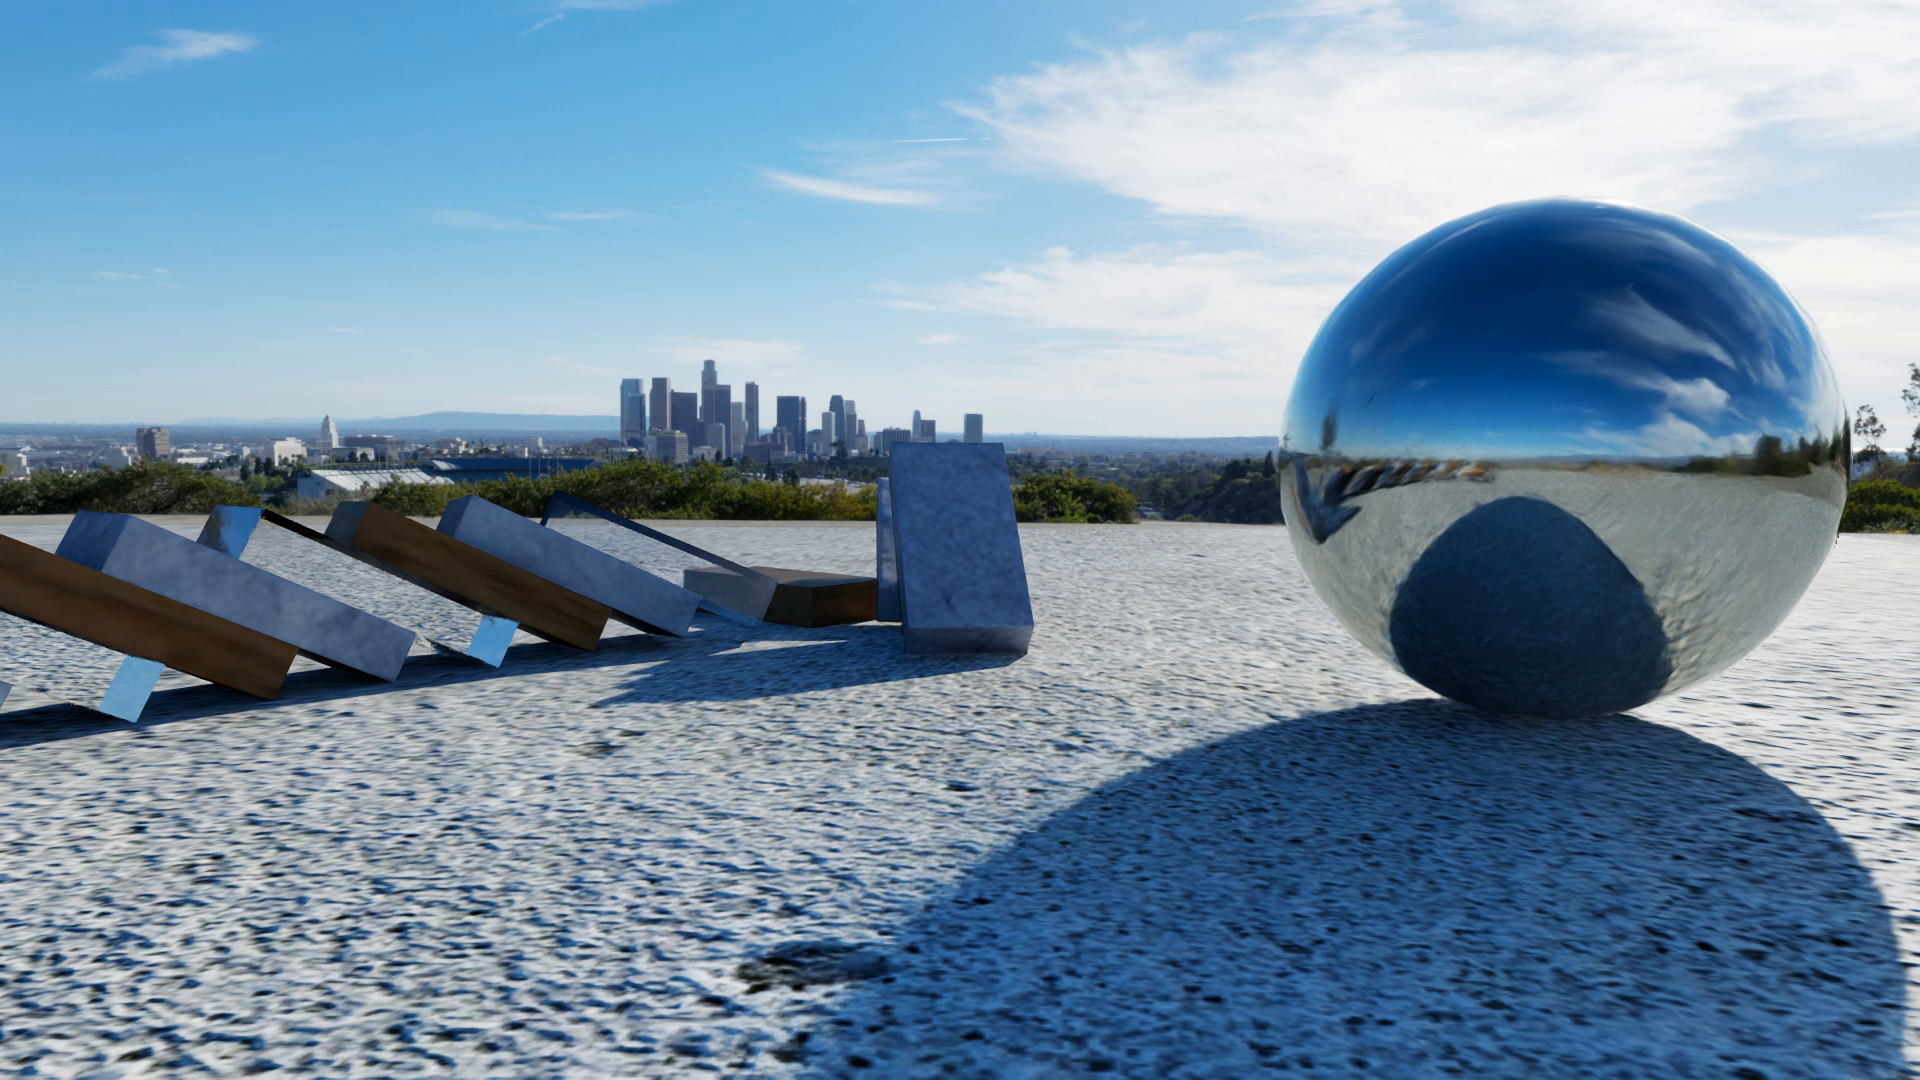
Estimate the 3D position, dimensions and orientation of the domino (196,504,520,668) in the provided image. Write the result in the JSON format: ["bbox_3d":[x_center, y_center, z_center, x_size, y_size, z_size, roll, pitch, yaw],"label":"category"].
[{"bbox_3d":[-0.110,0.009,0.236,0.025,0.010,0.050,3,-22,43],"label":"domino"}]

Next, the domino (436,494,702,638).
[{"bbox_3d":[-0.082,0.006,0.267,0.050,0.009,0.025,28,-15,-28],"label":"domino"}]

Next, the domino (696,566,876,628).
[{"bbox_3d":[-0.045,0.014,0.322,0.050,0.010,0.025,4,6,41],"label":"domino"}]

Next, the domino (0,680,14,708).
[{"bbox_3d":[-0.159,0.014,0.170,0.025,0.009,0.050,3,-23,37],"label":"domino"}]

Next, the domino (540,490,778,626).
[{"bbox_3d":[-0.067,0.005,0.282,0.050,0.009,0.025,23,-12,-12],"label":"domino"}]

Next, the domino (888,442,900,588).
[{"bbox_3d":[-0.001,0.000,0.285,0.025,0.050,0.010,-1,-39,-9],"label":"domino"}]

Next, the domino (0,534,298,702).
[{"bbox_3d":[-0.136,0.011,0.204,0.025,0.009,0.050,4,-22,40],"label":"domino"}]

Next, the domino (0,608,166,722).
[{"bbox_3d":[-0.148,0.013,0.187,0.025,0.010,0.050,3,-23,37],"label":"domino"}]

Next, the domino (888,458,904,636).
[{"bbox_3d":[-0.002,-0.001,0.298,0.025,0.050,0.009,0,-39,-8],"label":"domino"}]

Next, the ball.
[{"bbox_3d":[0.091,-0.013,0.200,0.080,0.080,0.080,0,4,0],"label":"ball"}]

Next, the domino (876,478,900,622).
[{"bbox_3d":[-0.008,0.002,0.317,0.025,0.010,0.050,3,33,-6],"label":"domino"}]

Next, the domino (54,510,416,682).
[{"bbox_3d":[-0.123,0.010,0.220,0.025,0.009,0.050,4,-22,40],"label":"domino"}]

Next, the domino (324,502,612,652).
[{"bbox_3d":[-0.097,0.007,0.253,0.050,0.009,0.025,30,-16,-34],"label":"domino"}]

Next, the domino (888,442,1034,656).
[{"bbox_3d":[-0.001,0.001,0.272,0.025,0.050,0.009,-1,-39,-9],"label":"domino"}]
